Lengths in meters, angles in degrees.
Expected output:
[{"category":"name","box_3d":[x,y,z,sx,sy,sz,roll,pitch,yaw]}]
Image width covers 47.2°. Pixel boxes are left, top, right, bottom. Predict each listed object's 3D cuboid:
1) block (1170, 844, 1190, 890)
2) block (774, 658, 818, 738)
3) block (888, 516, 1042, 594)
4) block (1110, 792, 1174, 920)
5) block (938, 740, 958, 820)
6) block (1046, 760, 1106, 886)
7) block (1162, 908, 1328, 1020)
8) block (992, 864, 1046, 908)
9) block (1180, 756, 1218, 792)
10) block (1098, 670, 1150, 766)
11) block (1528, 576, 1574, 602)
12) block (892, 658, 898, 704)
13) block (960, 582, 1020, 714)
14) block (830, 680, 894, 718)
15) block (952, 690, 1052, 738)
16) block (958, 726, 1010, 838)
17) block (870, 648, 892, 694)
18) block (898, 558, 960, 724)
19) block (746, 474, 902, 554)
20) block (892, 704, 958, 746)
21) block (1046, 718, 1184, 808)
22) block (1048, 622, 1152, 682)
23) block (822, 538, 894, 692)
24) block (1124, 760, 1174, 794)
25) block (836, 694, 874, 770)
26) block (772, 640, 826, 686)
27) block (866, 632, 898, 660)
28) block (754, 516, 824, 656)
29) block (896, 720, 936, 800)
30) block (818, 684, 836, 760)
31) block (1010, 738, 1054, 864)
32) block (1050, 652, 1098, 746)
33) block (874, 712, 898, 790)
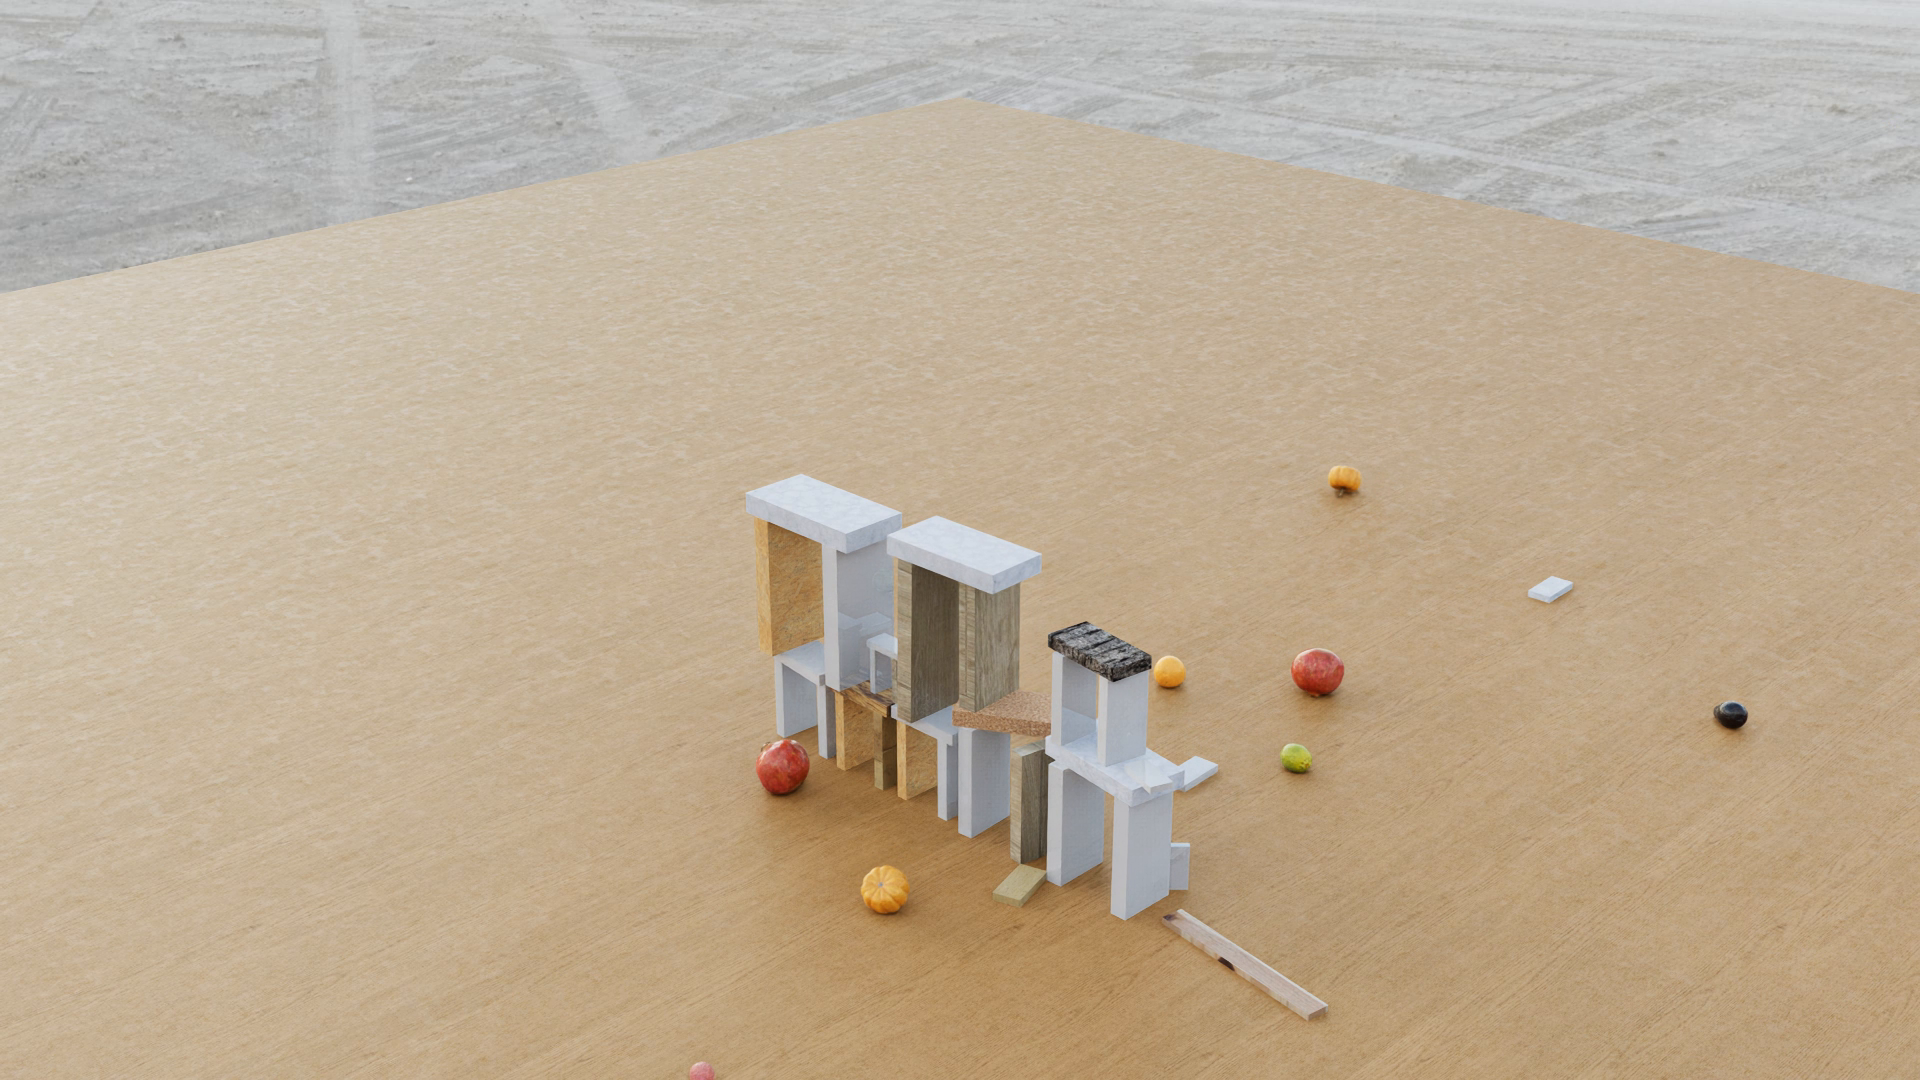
[{"category":"block","box_3d":[0.411,0.620,4.178,0.047,0.095,0.013,0,23,0]},{"category":"block","box_3d":[-0.354,0.328,4.753,0.092,0.184,0.026,-20,30,-38]},{"category":"block","box_3d":[0.007,0.027,4.237,0.277,0.039,0.139,20,30,39]},{"category":"block","box_3d":[0.339,0.570,4.095,0.036,0.252,0.126,21,31,41]},{"category":"block","box_3d":[-0.005,0.469,4.430,0.025,0.176,0.088,21,31,41]},{"category":"block","box_3d":[0.222,0.524,4.204,0.036,0.252,0.126,20,30,39]},{"category":"block","box_3d":[0.507,0.760,3.953,0.047,0.013,0.382,-16,28,-33]},{"category":"block","box_3d":[0.114,0.658,4.188,0.059,0.017,0.117,12,26,26]},{"category":"block","box_3d":[0.481,0.488,4.590,0.059,0.017,0.117,19,30,38]},{"category":"block","box_3d":[0.299,0.318,4.037,0.093,0.185,0.026,-14,27,-29]},{"category":"block","box_3d":[1.464,0.122,5.451,0.059,0.017,0.117,20,30,38]},{"category":"block","box_3d":[-0.115,0.278,4.462,0.049,0.099,0.014,-21,29,-40]},{"category":"block","box_3d":[0.058,0.183,4.275,0.039,0.277,0.139,18,29,36]},{"category":"block","box_3d":[-0.179,0.313,4.543,0.088,0.025,0.175,-21,31,-40]},{"category":"block","box_3d":[0.116,0.337,4.309,0.239,0.034,0.120,6,24,15]},{"category":"block","box_3d":[0.049,0.460,4.370,0.034,0.239,0.120,19,29,37]},{"category":"block","box_3d":[-0.161,0.261,4.505,0.049,0.100,0.014,-21,31,-40]},{"category":"block","box_3d":[-0.060,0.182,4.369,0.139,0.349,0.039,-21,32,-40]},{"category":"block","box_3d":[-0.281,-0.056,4.513,0.308,0.044,0.154,21,31,40]},{"category":"block","box_3d":[-0.046,0.360,4.429,0.088,0.025,0.176,-21,31,-41]},{"category":"block","box_3d":[0.287,0.413,4.097,0.126,0.036,0.252,-16,28,-33]},{"category":"block","box_3d":[0.255,0.204,4.035,0.093,0.026,0.185,-16,28,-34]},{"category":"block","box_3d":[-0.207,0.139,4.515,0.154,0.317,0.044,-21,31,-40]},{"category":"block","box_3d":[0.342,0.429,3.995,0.047,0.013,0.094,-11,25,-24]},{"category":"block","box_3d":[-0.219,0.389,4.620,0.088,0.175,0.025,-21,31,-40]},{"category":"block","box_3d":[-0.312,0.253,4.660,0.092,0.026,0.184,-17,28,-34]},{"category":"block","box_3d":[-0.138,0.217,4.462,0.049,0.014,0.099,-21,30,-40]},{"category":"block","box_3d":[-0.355,0.078,4.646,0.154,0.308,0.044,-20,30,-39]},{"category":"block","box_3d":[-0.088,0.436,4.506,0.025,0.176,0.088,21,31,41]},{"category":"block","box_3d":[-0.258,0.364,4.667,0.026,0.184,0.092,21,31,41]},{"category":"block","box_3d":[0.157,0.503,4.269,0.120,0.239,0.034,-15,27,-32]},{"category":"block","box_3d":[0.214,0.285,4.115,0.093,0.185,0.026,-19,30,-38]},{"category":"block","box_3d":[-0.137,0.421,4.544,0.025,0.175,0.088,21,31,41]}]
